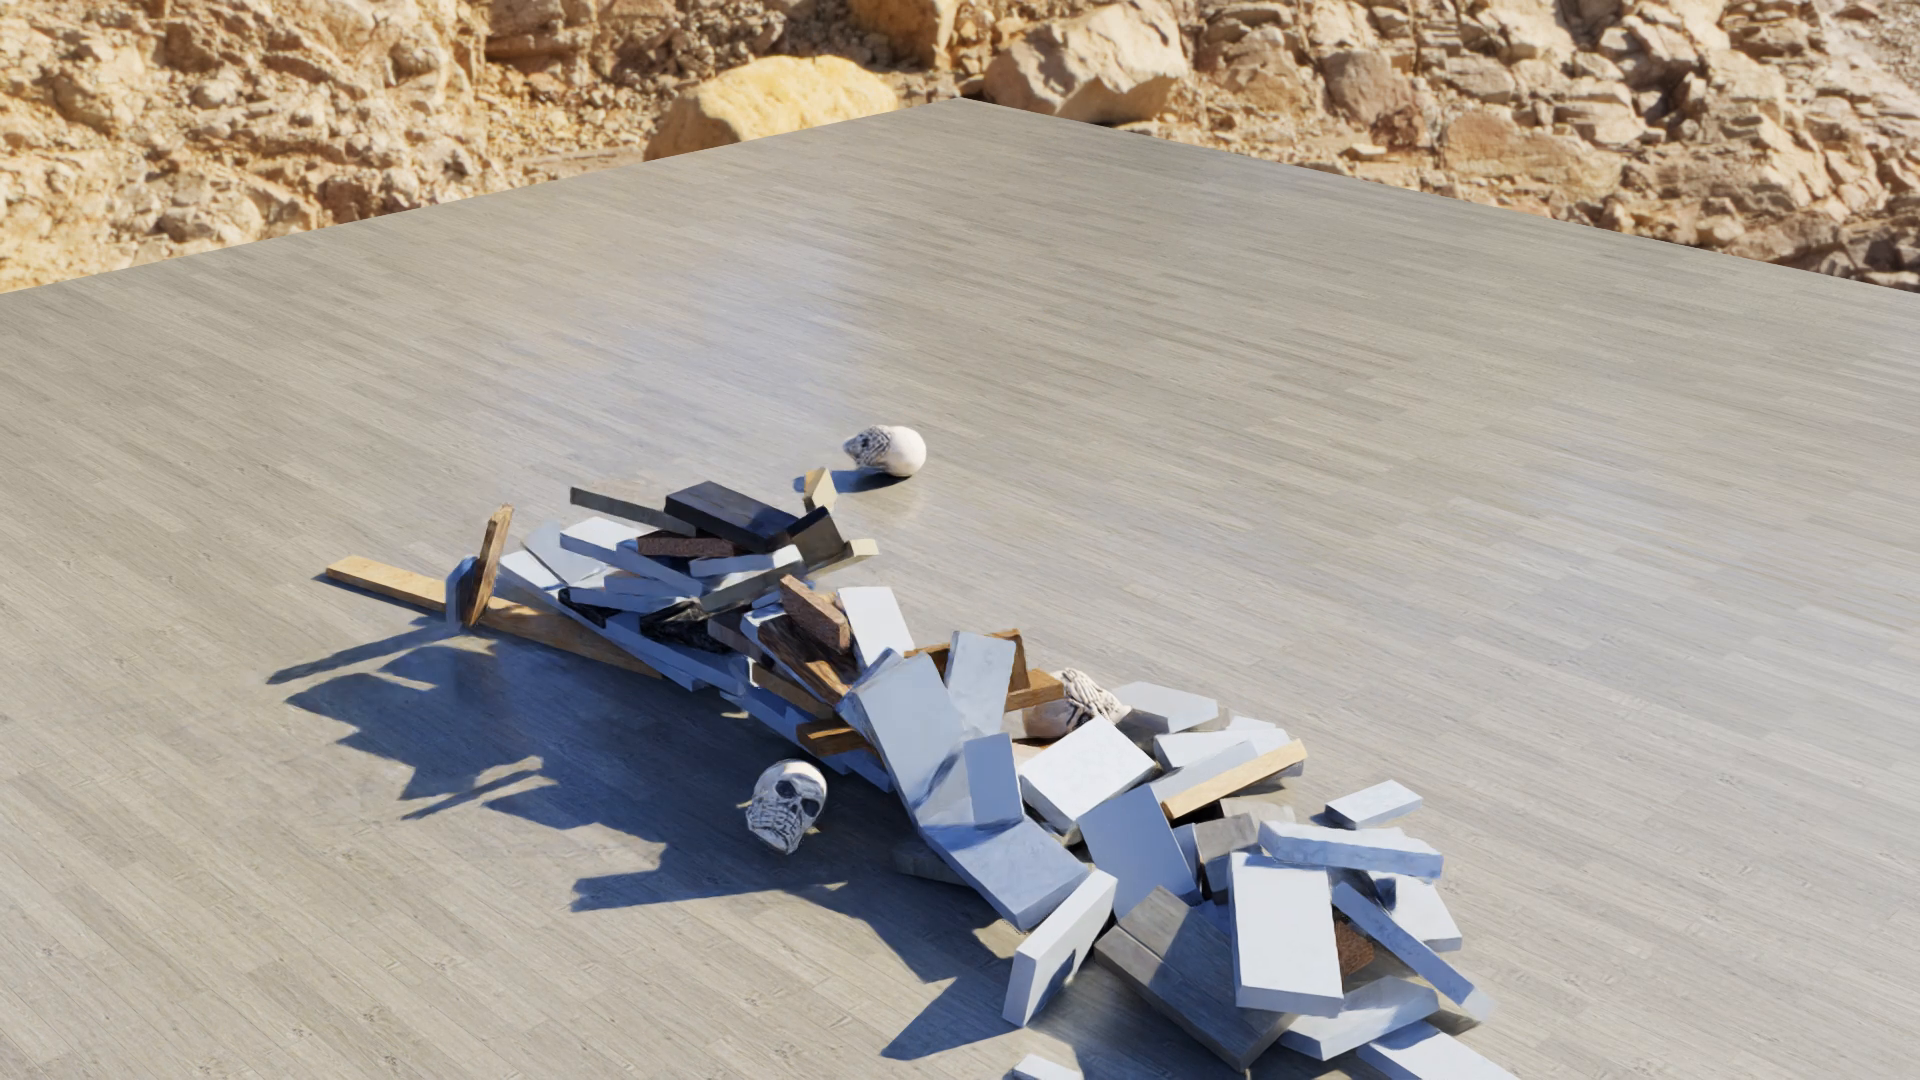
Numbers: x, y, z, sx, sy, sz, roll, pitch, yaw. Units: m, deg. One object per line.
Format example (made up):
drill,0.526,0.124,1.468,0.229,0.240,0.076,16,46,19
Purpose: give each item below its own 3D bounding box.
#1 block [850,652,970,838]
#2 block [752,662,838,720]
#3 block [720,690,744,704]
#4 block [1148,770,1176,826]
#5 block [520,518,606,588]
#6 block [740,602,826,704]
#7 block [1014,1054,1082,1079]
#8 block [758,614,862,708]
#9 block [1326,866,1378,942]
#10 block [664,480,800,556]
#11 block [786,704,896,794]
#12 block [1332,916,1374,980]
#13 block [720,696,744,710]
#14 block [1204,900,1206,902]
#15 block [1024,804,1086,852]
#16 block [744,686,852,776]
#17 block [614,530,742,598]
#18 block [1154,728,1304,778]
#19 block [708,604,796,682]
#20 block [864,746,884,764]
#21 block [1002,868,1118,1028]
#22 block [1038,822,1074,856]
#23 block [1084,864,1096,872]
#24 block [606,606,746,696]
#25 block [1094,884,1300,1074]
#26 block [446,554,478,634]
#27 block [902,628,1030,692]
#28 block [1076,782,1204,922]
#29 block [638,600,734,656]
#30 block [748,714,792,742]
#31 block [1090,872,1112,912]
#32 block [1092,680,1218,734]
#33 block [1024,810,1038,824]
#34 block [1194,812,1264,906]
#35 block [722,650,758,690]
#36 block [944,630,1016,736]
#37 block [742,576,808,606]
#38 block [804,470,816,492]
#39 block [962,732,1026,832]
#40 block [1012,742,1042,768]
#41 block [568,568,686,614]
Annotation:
block,-0.069,0.396,4.238,0.162,0.323,0.046,-29,15,-17
block,-0.289,0.307,4.646,0.151,0.043,0.302,-19,29,-37
block,-0.487,0.344,4.899,0.092,0.013,0.046,16,28,34
block,0.435,0.518,4.500,0.107,0.030,0.213,16,28,33
block,-0.953,0.036,5.286,0.101,0.029,0.202,-39,59,-23
block,-0.314,0.228,4.613,0.148,0.042,0.296,-17,41,-37
block,0.145,0.888,3.650,0.101,0.014,0.050,15,27,31
block,-0.268,0.244,4.517,0.148,0.042,0.296,-17,42,-38
block,0.747,0.657,4.159,0.145,0.041,0.290,-10,25,-22
block,-0.487,-0.050,4.781,0.284,0.040,0.142,22,27,29
block,-0.204,0.409,4.588,0.302,0.043,0.151,31,36,32
block,0.588,0.753,3.869,0.253,0.036,0.126,-25,31,-22
block,-0.489,0.353,4.913,0.046,0.013,0.092,-20,30,-39
block,0.373,0.650,4.049,0.090,0.026,0.181,-35,35,-8
block,0.193,0.564,4.366,0.139,0.020,0.069,32,36,31
block,-0.301,0.385,4.687,0.302,0.043,0.151,30,36,31
block,-0.633,0.052,4.946,0.265,0.038,0.133,22,27,31
block,0.558,0.449,4.577,0.281,0.040,0.140,-2,23,-11
block,-0.396,0.214,4.747,0.148,0.042,0.296,-20,31,-40
block,-0.088,0.447,4.484,0.227,0.032,0.113,37,39,20
block,0.178,0.717,3.873,0.043,0.150,0.301,23,30,23
block,0.174,0.606,4.264,0.069,0.020,0.139,-11,40,-24
block,0.216,0.651,4.170,0.157,0.022,0.078,-1,40,-4
block,-0.606,0.241,4.995,0.438,0.040,0.141,21,31,36
block,0.410,0.748,3.773,0.169,0.048,0.338,-38,50,-24
block,-1.177,0.127,5.195,0.026,0.186,0.093,24,48,9
block,0.013,0.263,4.444,0.238,0.119,0.034,-11,19,-2
block,0.332,0.594,4.089,0.155,0.044,0.310,-27,34,4
block,-0.575,0.195,4.940,0.283,0.040,0.141,10,23,42
block,-0.373,0.399,4.790,0.166,0.024,0.083,19,29,37
block,0.294,0.656,4.131,0.157,0.022,0.078,-6,43,-27
block,0.419,0.360,4.752,0.134,0.038,0.267,-16,14,-31
block,0.112,0.563,4.342,0.069,0.020,0.139,-23,55,-42
block,0.500,0.583,4.035,0.108,0.031,0.216,-14,27,3
block,-0.440,0.301,4.823,0.083,0.024,0.166,-22,60,-43
block,0.026,0.313,4.371,0.125,0.250,0.035,12,-3,-21
block,-0.398,0.110,4.751,0.132,0.019,0.066,-23,-9,30
block,-0.313,-0.094,4.737,0.022,0.076,0.152,-14,18,2
block,0.064,0.457,4.176,0.092,0.026,0.184,-14,53,6
block,0.059,0.450,4.434,0.227,0.032,0.113,12,36,-15
block,-0.769,0.118,5.143,0.283,0.040,0.141,6,20,41
